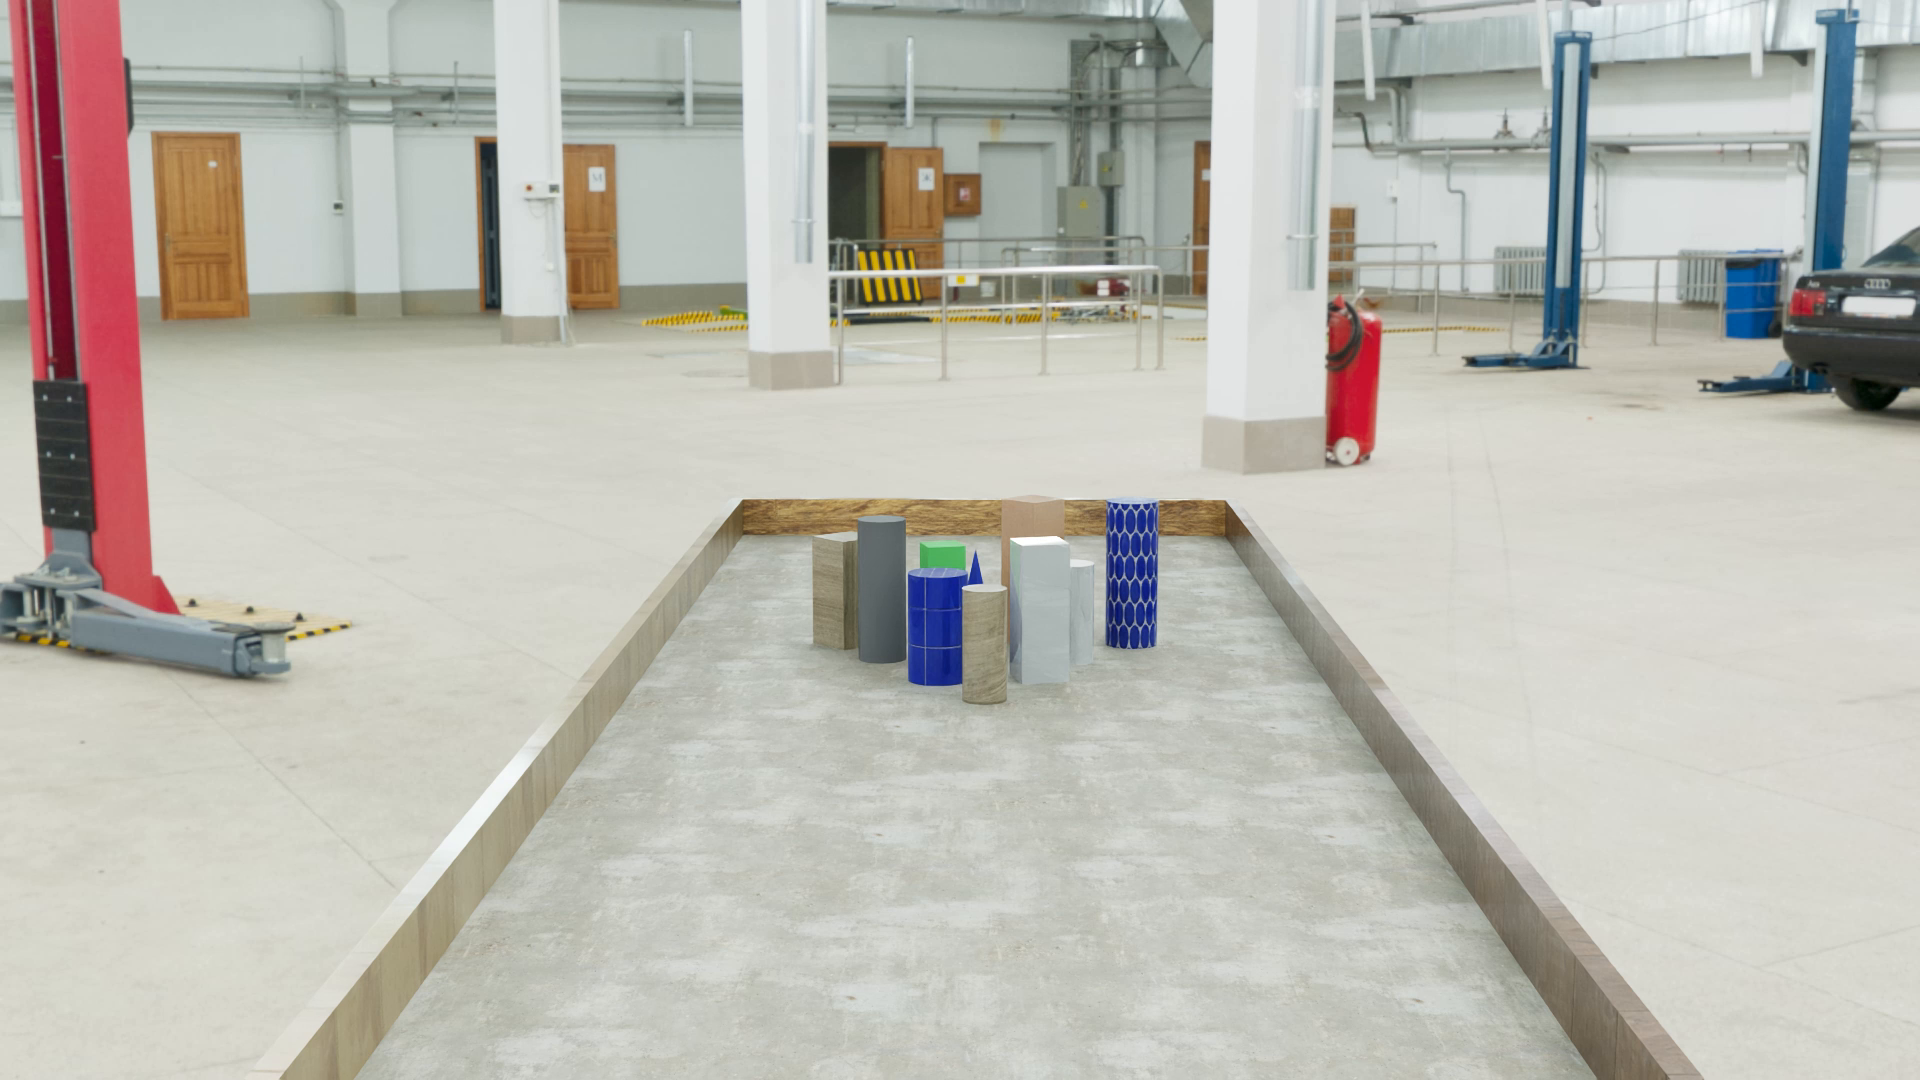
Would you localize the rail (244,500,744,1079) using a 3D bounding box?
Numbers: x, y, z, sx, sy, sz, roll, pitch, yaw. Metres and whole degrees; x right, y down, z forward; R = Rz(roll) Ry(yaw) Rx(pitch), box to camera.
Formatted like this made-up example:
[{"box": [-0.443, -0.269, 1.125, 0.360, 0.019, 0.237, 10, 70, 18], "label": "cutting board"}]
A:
[{"box": [-1.004, 0.839, 3.234, 0.050, 0.150, 12.000, 0, 9, 1], "label": "rail"}]

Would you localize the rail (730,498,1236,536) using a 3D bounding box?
[{"box": [0.099, -0.098, 9.147, 2.100, 0.150, 0.050, 0, 9, 1], "label": "rail"}]

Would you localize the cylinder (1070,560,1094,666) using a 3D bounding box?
[{"box": [0.337, 0.219, 6.665, 0.138, 0.302, 0.138, 0, 9, 0], "label": "cylinder"}]

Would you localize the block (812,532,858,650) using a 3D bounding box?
[{"box": [-0.355, 0.158, 6.922, 0.155, 0.342, 0.155, -8, 12, -41], "label": "block"}]

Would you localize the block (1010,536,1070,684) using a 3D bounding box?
[{"box": [0.232, 0.204, 6.421, 0.142, 0.406, 0.142, -2, 9, -13], "label": "block"}]

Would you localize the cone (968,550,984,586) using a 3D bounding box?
[{"box": [0.047, 0.194, 6.687, 0.150, 0.343, 0.150, 0, 9, 0], "label": "cone"}]

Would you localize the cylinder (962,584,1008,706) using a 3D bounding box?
[{"box": [0.069, 0.292, 6.150, 0.126, 0.319, 0.126, 0, 9, 0], "label": "cylinder"}]

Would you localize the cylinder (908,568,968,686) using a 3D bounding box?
[{"box": [-0.064, 0.251, 6.407, 0.177, 0.318, 0.177, 0, 9, 0], "label": "cylinder"}]

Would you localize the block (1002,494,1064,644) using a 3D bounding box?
[{"box": [0.229, 0.096, 6.940, 0.140, 0.457, 0.140, 9, 12, 44], "label": "block"}]

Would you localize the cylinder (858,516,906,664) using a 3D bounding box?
[{"box": [-0.237, 0.149, 6.689, 0.147, 0.432, 0.147, 0, 9, 0], "label": "cylinder"}]

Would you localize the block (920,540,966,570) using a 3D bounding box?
[{"box": [-0.055, 0.167, 6.952, 0.120, 0.313, 0.120, -2, 9, -14], "label": "block"}]

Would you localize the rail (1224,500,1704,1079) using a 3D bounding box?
[{"box": [1.046, 0.843, 3.208, 0.050, 0.150, 12.000, 0, 9, 1], "label": "rail"}]

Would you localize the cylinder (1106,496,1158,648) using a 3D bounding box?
[{"box": [0.540, 0.102, 6.908, 0.164, 0.457, 0.164, 0, 9, 0], "label": "cylinder"}]
